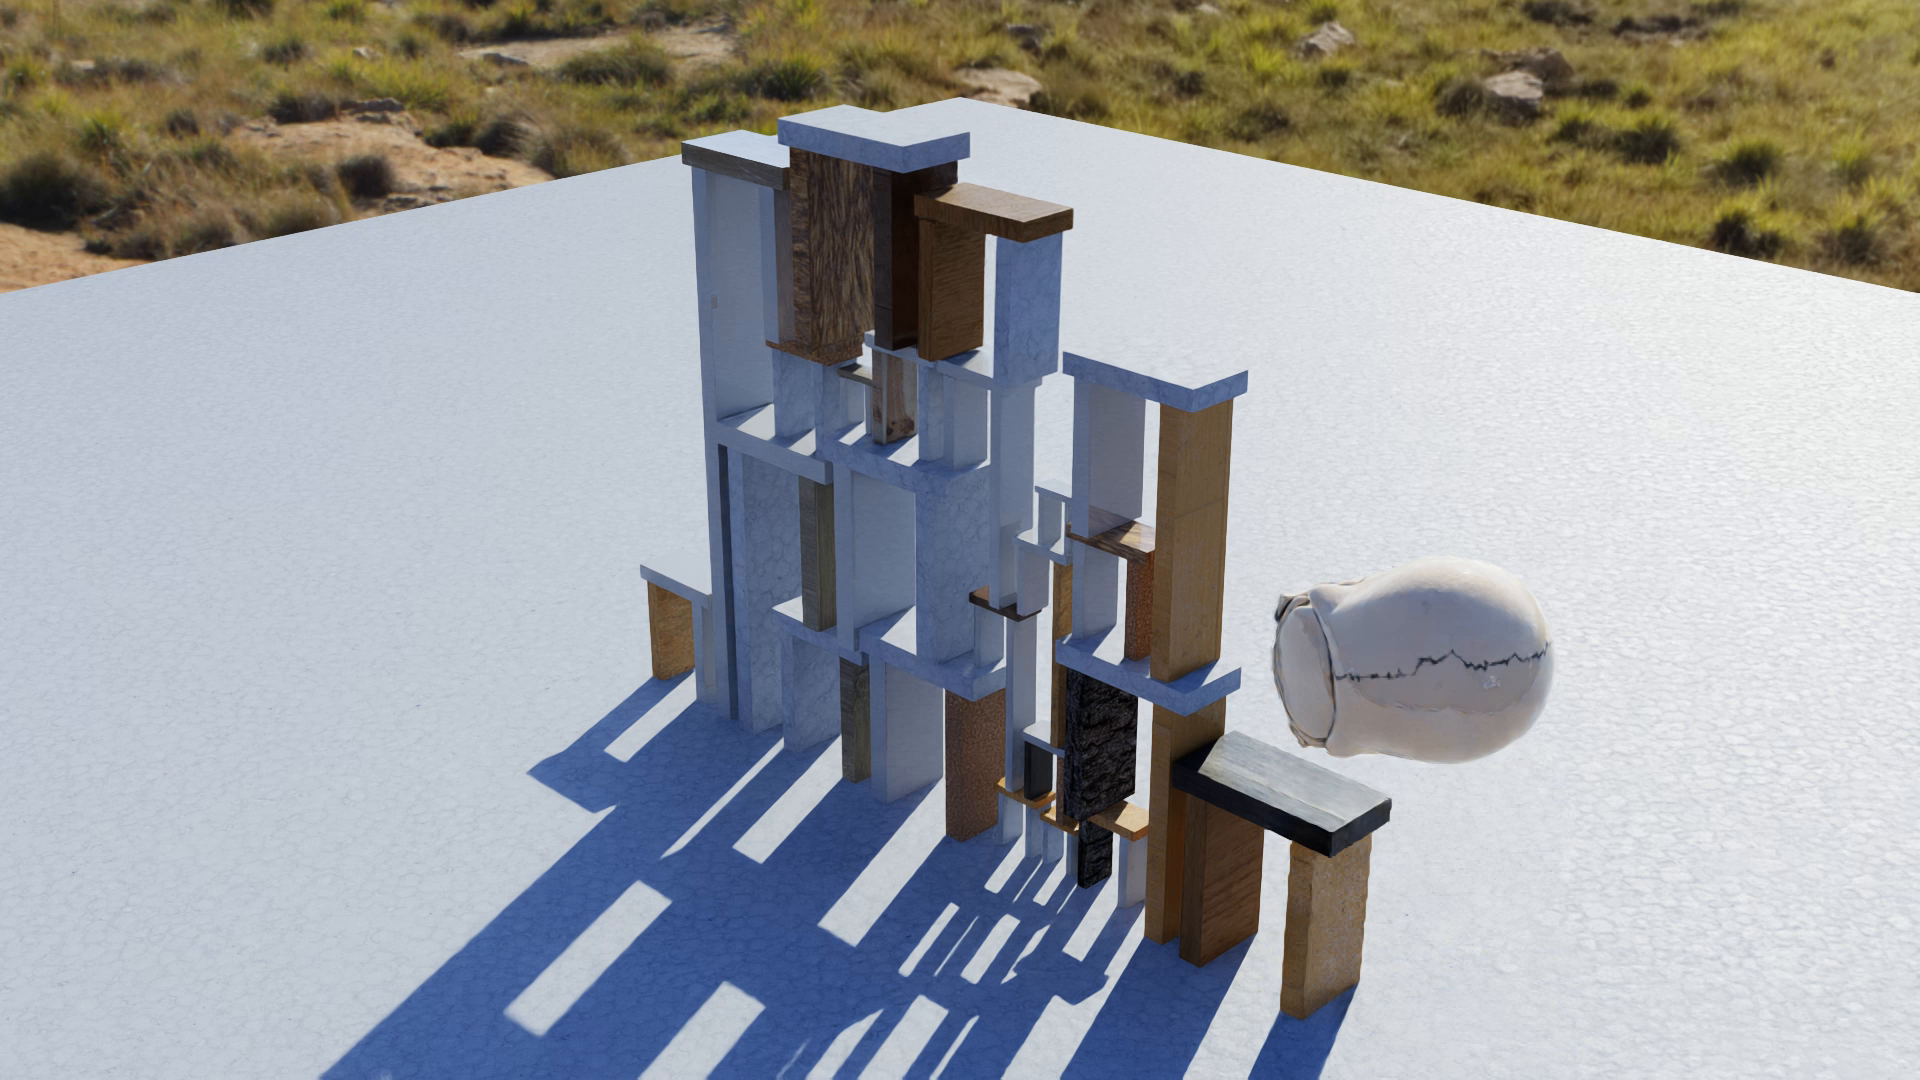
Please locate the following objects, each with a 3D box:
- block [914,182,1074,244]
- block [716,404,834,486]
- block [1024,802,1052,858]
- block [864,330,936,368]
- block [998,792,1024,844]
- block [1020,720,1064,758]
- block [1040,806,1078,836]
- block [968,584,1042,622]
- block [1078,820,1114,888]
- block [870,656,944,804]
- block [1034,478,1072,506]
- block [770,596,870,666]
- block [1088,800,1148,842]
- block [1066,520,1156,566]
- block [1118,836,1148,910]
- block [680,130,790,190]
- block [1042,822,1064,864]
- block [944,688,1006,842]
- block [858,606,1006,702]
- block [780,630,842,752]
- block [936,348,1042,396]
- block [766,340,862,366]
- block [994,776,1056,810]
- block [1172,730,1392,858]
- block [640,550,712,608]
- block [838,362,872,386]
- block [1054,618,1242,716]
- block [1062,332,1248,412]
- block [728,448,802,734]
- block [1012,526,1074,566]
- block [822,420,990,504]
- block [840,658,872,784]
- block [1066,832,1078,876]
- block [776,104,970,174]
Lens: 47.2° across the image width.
[{"bbox_3d":[0.059,-0.583,3.903,0.263,0.037,0.131,21,31,39],"label":"block"},{"bbox_3d":[-0.326,-0.200,4.498,0.334,0.047,0.167,21,31,40],"label":"block"},{"bbox_3d":[0.153,0.560,4.295,0.016,0.113,0.057,21,31,41],"label":"block"},{"bbox_3d":[-0.081,-0.369,4.154,0.095,0.027,0.190,-21,31,-40],"label":"block"},{"bbox_3d":[0.099,0.539,4.344,0.016,0.113,0.057,21,31,41],"label":"block"},{"bbox_3d":[0.182,0.381,4.189,0.063,0.018,0.125,-21,31,-41],"label":"block"},{"bbox_3d":[0.203,0.540,4.234,0.046,0.013,0.093,-21,31,-41],"label":"block"},{"bbox_3d":[0.086,0.119,4.179,0.065,0.018,0.130,-21,31,-41],"label":"block"},{"bbox_3d":[0.259,0.582,4.194,0.022,0.152,0.076,21,31,41],"label":"block"},{"bbox_3d":[-0.108,0.362,4.494,0.046,0.323,0.162,21,31,41],"label":"block"},{"bbox_3d":[0.187,-0.087,3.981,0.097,0.014,0.049,21,31,41],"label":"block"},{"bbox_3d":[-0.248,0.180,4.570,0.140,0.040,0.280,-21,31,-41],"label":"block"},{"bbox_3d":[0.295,0.516,4.127,0.076,0.022,0.152,-21,31,-41],"label":"block"},{"bbox_3d":[0.291,-0.005,3.910,0.095,0.027,0.190,-21,31,-41],"label":"block"},{"bbox_3d":[0.331,0.610,4.128,0.022,0.152,0.076,21,31,41],"label":"block"},{"bbox_3d":[-0.391,-0.750,4.334,0.156,0.044,0.312,-21,31,-40],"label":"block"},{"bbox_3d":[0.182,0.580,4.274,0.013,0.093,0.046,21,31,41],"label":"block"},{"bbox_3d":[0.044,0.421,4.354,0.046,0.323,0.162,21,31,41],"label":"block"},{"bbox_3d":[-0.032,0.222,4.352,0.323,0.046,0.162,21,31,41],"label":"block"},{"bbox_3d":[-0.314,0.301,4.693,0.040,0.280,0.140,21,31,41],"label":"block"},{"bbox_3d":[0.054,-0.309,4.030,0.091,0.026,0.182,-21,33,-41],"label":"block"},{"bbox_3d":[-0.291,-0.389,4.374,0.186,0.026,0.093,21,31,40],"label":"block"},{"bbox_3d":[0.126,0.490,4.295,0.113,0.016,0.057,21,31,41],"label":"block"},{"bbox_3d":[0.554,0.435,3.804,0.340,0.048,0.170,21,31,41],"label":"block"},{"bbox_3d":[-0.592,0.086,4.903,0.239,0.034,0.120,21,31,41],"label":"block"},{"bbox_3d":[-0.186,-0.323,4.290,0.101,0.014,0.050,21,30,40],"label":"block"},{"bbox_3d":[0.336,0.223,3.950,0.153,0.043,0.307,-21,31,-41],"label":"block"},{"bbox_3d":[0.330,-0.287,3.746,0.290,0.041,0.145,21,31,41],"label":"block"},{"bbox_3d":[-0.405,0.092,4.707,0.047,0.653,0.167,21,31,41],"label":"block"},{"bbox_3d":[0.169,0.011,4.041,0.134,0.019,0.067,21,31,41],"label":"block"},{"bbox_3d":[-0.088,-0.160,4.245,0.346,0.049,0.173,21,31,41],"label":"block"},{"bbox_3d":[-0.182,0.353,4.571,0.040,0.280,0.140,21,31,41],"label":"block"},{"bbox_3d":[0.225,0.597,4.234,0.013,0.093,0.046,21,31,41],"label":"block"},{"bbox_3d":[-0.162,-0.745,4.074,0.340,0.048,0.170,21,31,40],"label":"block"}]
